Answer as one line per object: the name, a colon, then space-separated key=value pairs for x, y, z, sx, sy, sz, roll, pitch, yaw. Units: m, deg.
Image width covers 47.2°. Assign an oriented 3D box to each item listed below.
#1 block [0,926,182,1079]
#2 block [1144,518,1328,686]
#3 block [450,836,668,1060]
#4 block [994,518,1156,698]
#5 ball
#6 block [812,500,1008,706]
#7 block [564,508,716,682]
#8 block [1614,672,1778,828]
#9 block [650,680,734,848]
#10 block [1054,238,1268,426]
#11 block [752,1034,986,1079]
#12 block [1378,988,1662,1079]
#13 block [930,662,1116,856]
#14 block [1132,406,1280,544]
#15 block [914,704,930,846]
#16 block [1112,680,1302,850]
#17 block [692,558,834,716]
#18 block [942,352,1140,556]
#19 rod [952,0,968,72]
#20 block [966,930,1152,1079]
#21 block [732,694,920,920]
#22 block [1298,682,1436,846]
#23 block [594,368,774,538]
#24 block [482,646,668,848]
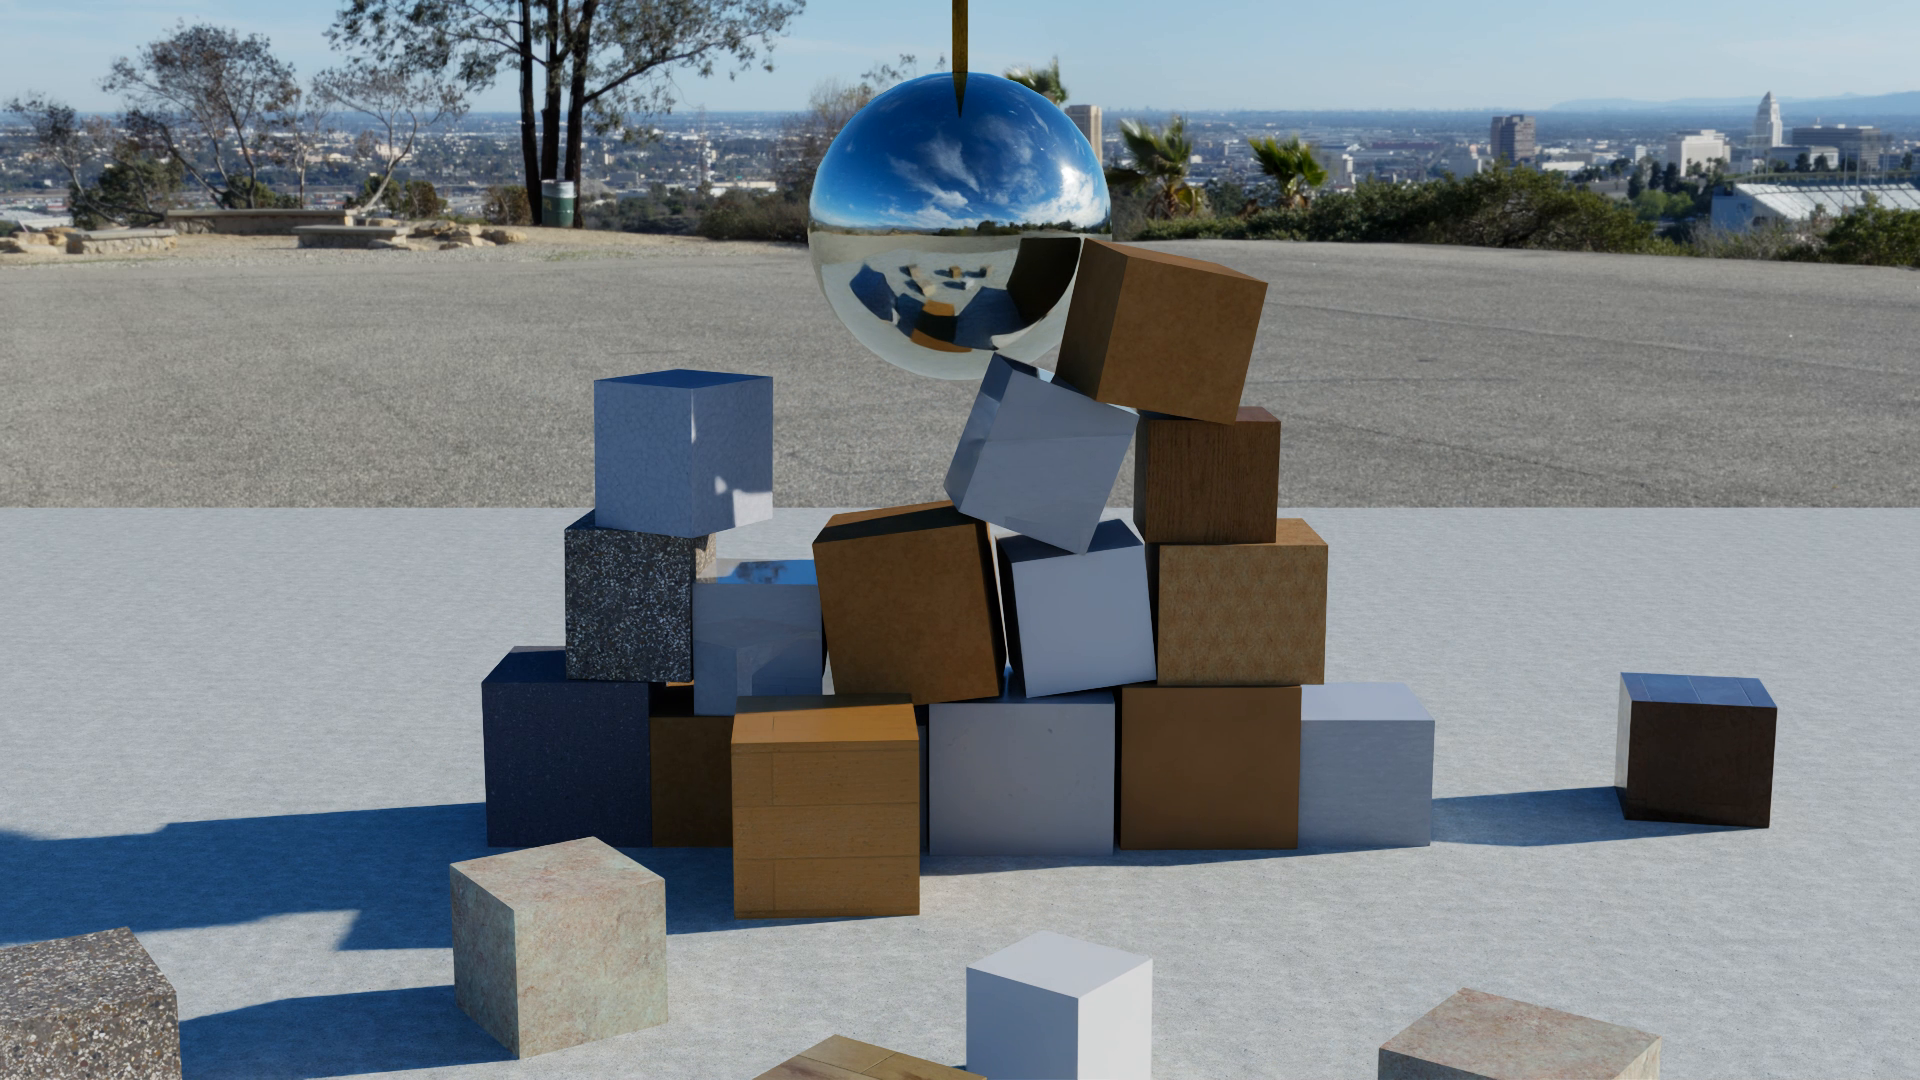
block: x=-3.168 y=1.836 z=7.572 sx=0.779 sy=0.678 sz=0.738 roll=-6 pitch=12 yaw=-32
block: x=1.391 y=0.304 z=11.252 sx=0.829 sy=0.706 sz=0.786 roll=0 pitch=10 yaw=-1
block: x=-1.625 y=1.631 z=8.900 sx=0.639 sy=0.606 sz=0.663 roll=-7 pitch=12 yaw=-34
block: x=0.580 y=0.333 z=11.165 sx=0.659 sy=0.694 sz=0.658 roll=-8 pitch=13 yaw=-5
ball: x=0.000 y=-1.632 z=11.484 sx=1.600 sy=1.600 sz=1.600 roll=0 pitch=10 yaw=0
block: x=-0.236 y=0.314 z=11.115 sx=0.801 sy=0.862 sz=0.811 roll=-7 pitch=10 yaw=6
block: x=-1.619 y=0.267 z=11.221 sx=0.627 sy=0.755 sz=0.702 roll=2 pitch=10 yaw=4
block: x=3.894 y=1.106 z=11.686 sx=0.718 sy=0.644 sz=0.634 roll=2 pitch=11 yaw=11
block: x=-1.213 y=1.144 z=11.392 sx=0.664 sy=0.673 sz=0.790 roll=0 pitch=10 yaw=0
block: x=0.975 y=-1.032 z=10.806 sx=0.718 sy=0.702 sz=0.716 roll=9 pitch=12 yaw=-16
block: x=-0.334 y=1.999 z=6.875 sx=0.597 sy=0.607 sz=0.606 roll=7 pitch=12 yaw=34
block: x=1.774 y=1.928 z=7.015 sx=0.676 sy=0.696 sz=0.628 roll=8 pitch=13 yaw=36
block: x=0.310 y=1.107 z=11.297 sx=0.912 sy=0.780 sz=0.890 roll=0 pitch=10 yaw=1
block: x=1.234 y=-0.338 z=11.091 sx=0.649 sy=0.608 sz=0.579 roll=1 pitch=11 yaw=-2
block: x=-0.520 y=1.167 z=11.394 sx=0.715 sy=0.627 sz=0.749 roll=0 pitch=10 yaw=1
block: x=1.241 y=1.067 z=11.359 sx=0.889 sy=0.836 sz=0.835 roll=0 pitch=10 yaw=-1
block: x=-0.981 y=0.490 z=11.224 sx=0.647 sy=0.674 sz=0.661 roll=1 pitch=10 yaw=4
block: x=0.390 y=-0.437 z=10.901 sx=0.664 sy=0.734 sz=0.658 roll=19 pitch=9 yaw=-11
rod: x=0.000 y=-4.901 z=10.549 sx=0.080 sy=5.200 sz=0.080 roll=0 pitch=16 yaw=0
block: x=0.368 y=1.812 z=8.143 sx=0.498 sy=0.521 sz=0.483 roll=8 pitch=13 yaw=37
block: x=-0.636 y=1.242 z=10.413 sx=0.847 sy=0.832 sz=0.855 roll=-1 pitch=10 yaw=-4
block: x=2.030 y=1.151 z=11.404 sx=0.677 sy=0.654 sz=0.776 roll=0 pitch=10 yaw=0
block: x=-1.380 y=-0.448 z=11.031 sx=0.587 sy=0.728 sz=0.702 roll=7 pitch=12 yaw=28
block: x=-1.960 y=1.055 z=11.385 sx=0.828 sy=0.852 sz=0.809 roll=0 pitch=10 yaw=0
